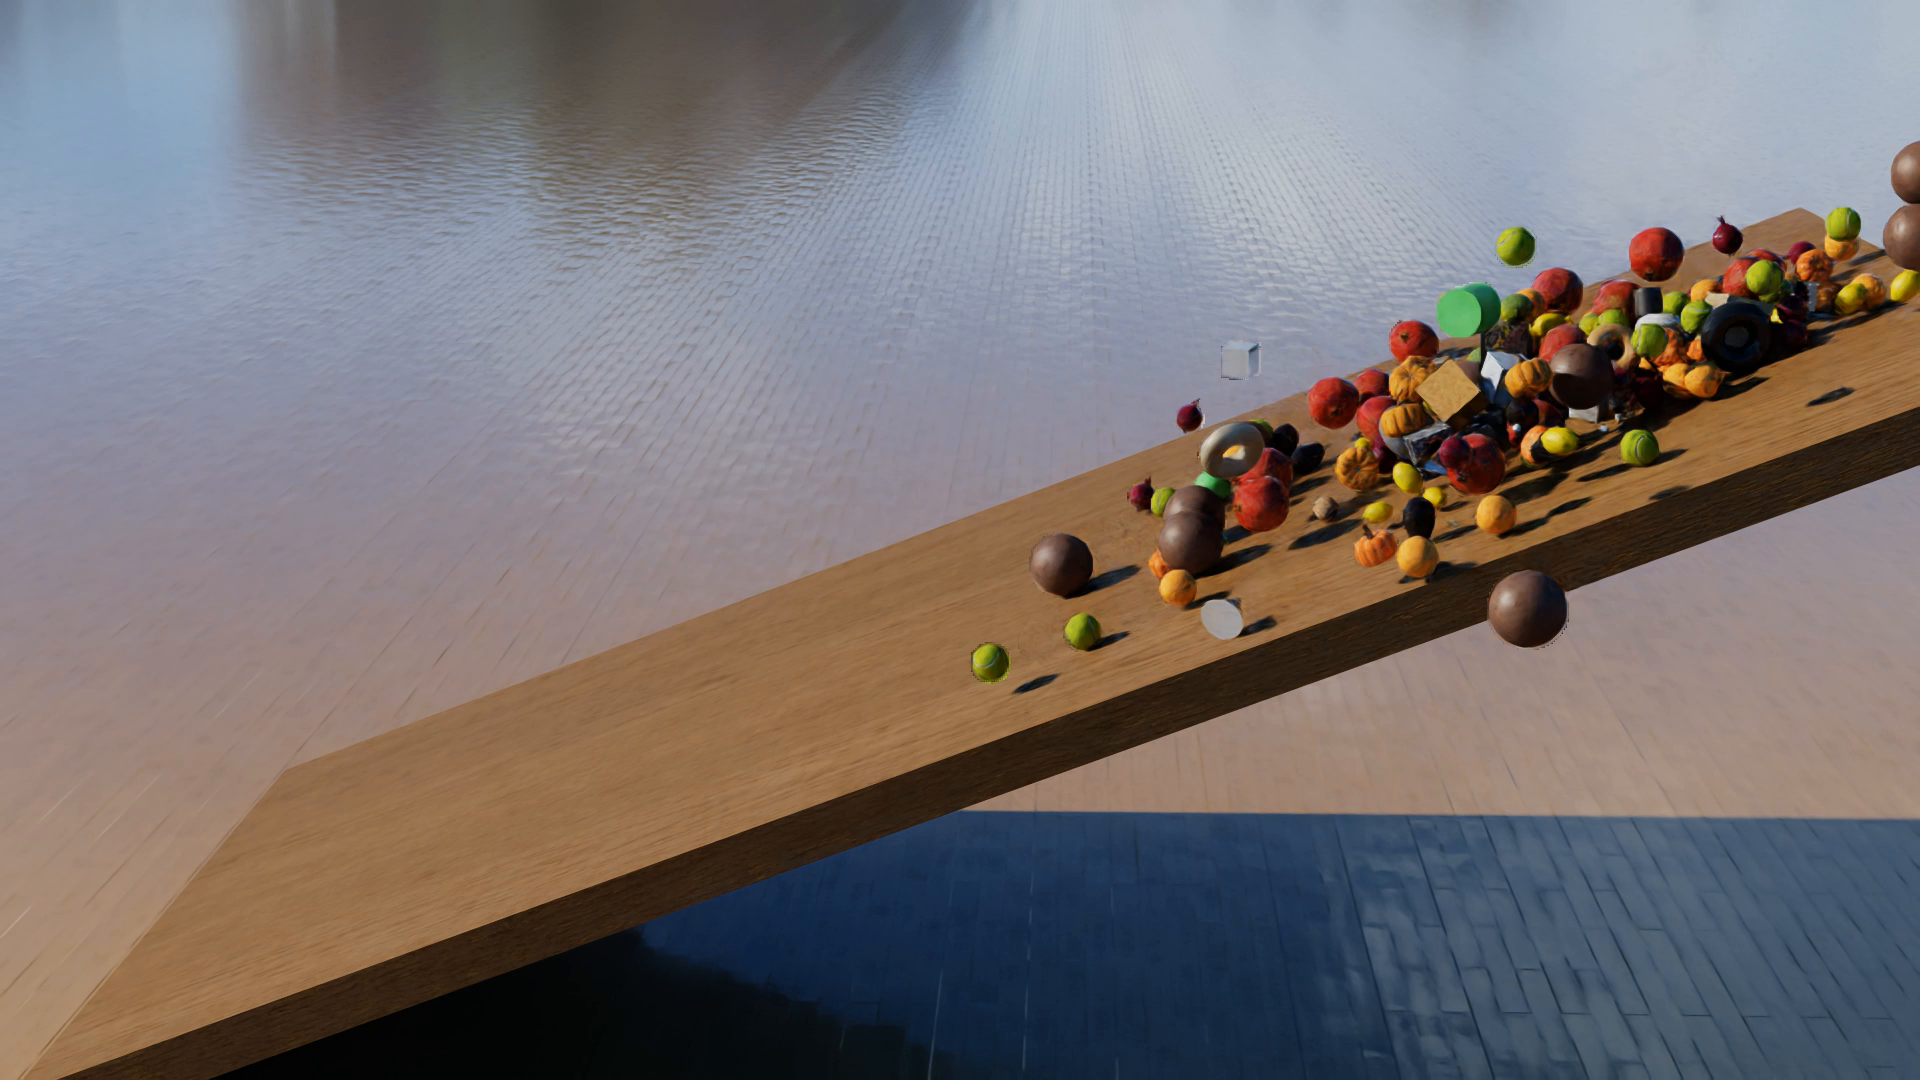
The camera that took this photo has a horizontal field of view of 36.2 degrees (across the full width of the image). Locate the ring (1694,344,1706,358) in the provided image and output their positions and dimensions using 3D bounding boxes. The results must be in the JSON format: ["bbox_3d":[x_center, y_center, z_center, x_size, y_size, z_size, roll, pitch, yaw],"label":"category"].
[{"bbox_3d":[1.536,-0.395,5.998,0.080,0.027,0.080,-20,11,4],"label":"ring"}]

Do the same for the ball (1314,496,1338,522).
[{"bbox_3d":[0.733,-0.062,5.886,0.050,0.050,0.050,0,13,0],"label":"ball"}]

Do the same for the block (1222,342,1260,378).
[{"bbox_3d":[0.521,-0.334,5.451,0.052,0.052,0.052,5,20,26],"label":"block"}]

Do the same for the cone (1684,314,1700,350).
[{"bbox_3d":[1.513,-0.436,6.085,0.072,0.072,0.072,-17,2,1],"label":"cone"}]

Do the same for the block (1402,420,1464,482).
[{"bbox_3d":[0.955,-0.180,5.929,0.086,0.086,0.086,-22,12,2],"label":"block"}]

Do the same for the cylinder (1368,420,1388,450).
[{"bbox_3d":[0.914,-0.230,6.289,0.061,0.061,0.061,-18,8,17],"label":"cylinder"}]

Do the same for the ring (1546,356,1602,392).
[{"bbox_3d":[1.299,-0.349,6.168,0.141,0.047,0.141,-20,12,4],"label":"ring"}]

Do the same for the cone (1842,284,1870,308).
[{"bbox_3d":[1.814,-0.491,5.939,0.051,0.051,0.051,7,15,38],"label":"cone"}]

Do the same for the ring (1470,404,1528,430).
[{"bbox_3d":[1.117,-0.257,6.095,0.123,0.041,0.123,-18,12,4],"label":"ring"}]

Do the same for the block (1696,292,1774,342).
[{"bbox_3d":[1.538,-0.431,5.839,0.099,0.099,0.099,13,3,-11],"label":"block"}]

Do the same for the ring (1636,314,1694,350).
[{"bbox_3d":[1.424,-0.420,5.942,0.121,0.040,0.121,16,-18,5],"label":"ring"}]

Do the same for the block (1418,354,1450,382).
[{"bbox_3d":[1.077,-0.371,6.625,0.063,0.063,0.063,-16,13,25],"label":"block"}]

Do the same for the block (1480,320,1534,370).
[{"bbox_3d":[1.135,-0.403,6.104,0.096,0.096,0.096,3,9,18],"label":"block"}]

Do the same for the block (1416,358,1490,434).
[{"bbox_3d":[1.001,-0.292,5.976,0.095,0.095,0.095,52,10,23],"label":"block"}]

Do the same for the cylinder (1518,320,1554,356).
[{"bbox_3d":[1.235,-0.436,6.353,0.066,0.066,0.066,15,8,-21],"label":"cylinder"}]

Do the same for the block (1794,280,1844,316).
[{"bbox_3d":[1.726,-0.485,5.910,0.064,0.064,0.064,6,0,-23],"label":"block"}]

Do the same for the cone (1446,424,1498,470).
[{"bbox_3d":[0.981,-0.175,5.688,0.090,0.090,0.090,-7,15,-9],"label":"cone"}]

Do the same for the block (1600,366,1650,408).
[{"bbox_3d":[1.327,-0.310,5.878,0.062,0.062,0.062,-34,12,-23],"label":"block"}]

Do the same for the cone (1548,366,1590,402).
[{"bbox_3d":[1.245,-0.292,5.950,0.087,0.087,0.087,-3,57,-12],"label":"cone"}]

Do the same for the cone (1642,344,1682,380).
[{"bbox_3d":[1.397,-0.363,5.893,0.072,0.072,0.072,10,11,-15],"label":"cone"}]

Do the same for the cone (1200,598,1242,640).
[{"bbox_3d":[0.496,0.126,5.374,0.084,0.084,0.084,8,30,29],"label":"cone"}]

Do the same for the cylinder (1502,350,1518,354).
[{"bbox_3d":[1.178,-0.359,6.339,0.078,0.078,0.078,3,24,11],"label":"cylinder"}]

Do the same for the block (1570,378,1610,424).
[{"bbox_3d":[1.249,-0.277,5.835,0.059,0.059,0.059,16,42,30],"label":"block"}]

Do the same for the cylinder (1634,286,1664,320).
[{"bbox_3d":[1.396,-0.480,5.962,0.056,0.056,0.056,-3,-6,0],"label":"cylinder"}]

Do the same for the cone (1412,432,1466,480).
[{"bbox_3d":[0.958,-0.149,5.782,0.095,0.095,0.095,40,22,6],"label":"cone"}]

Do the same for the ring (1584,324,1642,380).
[{"bbox_3d":[1.294,-0.374,5.826,0.114,0.114,0.038,0,-10,0],"label":"ring"}]

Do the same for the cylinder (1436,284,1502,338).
[{"bbox_3d":[1.012,-0.456,5.846,0.098,0.098,0.098,9,16,32],"label":"cylinder"}]

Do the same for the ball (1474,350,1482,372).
[{"bbox_3d":[1.180,-0.400,6.566,0.065,0.065,0.065,0,13,0],"label":"ball"}]

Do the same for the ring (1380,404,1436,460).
[{"bbox_3d":[0.932,-0.223,6.088,0.139,0.046,0.139,12,51,-15],"label":"ring"}]

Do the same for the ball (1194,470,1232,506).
[{"bbox_3d":[0.549,-0.115,6.384,0.078,0.078,0.078,0,13,0],"label":"ball"}]

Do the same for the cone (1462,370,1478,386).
[{"bbox_3d":[1.125,-0.345,6.502,0.059,0.059,0.059,4,10,-29],"label":"cone"}]

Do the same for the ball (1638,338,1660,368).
[{"bbox_3d":[1.428,-0.398,6.061,0.085,0.085,0.085,0,13,0],"label":"ball"}]

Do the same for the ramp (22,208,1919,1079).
[{"bbox_3d":[0.121,0.175,6.293,4.000,0.100,2.000,-20,12,7],"label":"ramp"}]

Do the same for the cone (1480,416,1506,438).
[{"bbox_3d":[1.073,-0.212,6.009,0.059,0.059,0.059,35,-13,9],"label":"cone"}]

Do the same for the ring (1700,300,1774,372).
[{"bbox_3d":[1.521,-0.398,5.759,0.143,0.143,0.048,0,15,0],"label":"ring"}]

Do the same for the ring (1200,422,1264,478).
[{"bbox_3d":[0.548,-0.180,5.925,0.136,0.136,0.045,-5,44,-19],"label":"ring"}]

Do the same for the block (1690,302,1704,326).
[{"bbox_3d":[1.578,-0.473,6.210,0.051,0.051,0.051,-15,13,29],"label":"block"}]

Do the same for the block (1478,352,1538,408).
[{"bbox_3d":[1.111,-0.327,5.969,0.080,0.080,0.080,4,29,-17],"label":"block"}]
